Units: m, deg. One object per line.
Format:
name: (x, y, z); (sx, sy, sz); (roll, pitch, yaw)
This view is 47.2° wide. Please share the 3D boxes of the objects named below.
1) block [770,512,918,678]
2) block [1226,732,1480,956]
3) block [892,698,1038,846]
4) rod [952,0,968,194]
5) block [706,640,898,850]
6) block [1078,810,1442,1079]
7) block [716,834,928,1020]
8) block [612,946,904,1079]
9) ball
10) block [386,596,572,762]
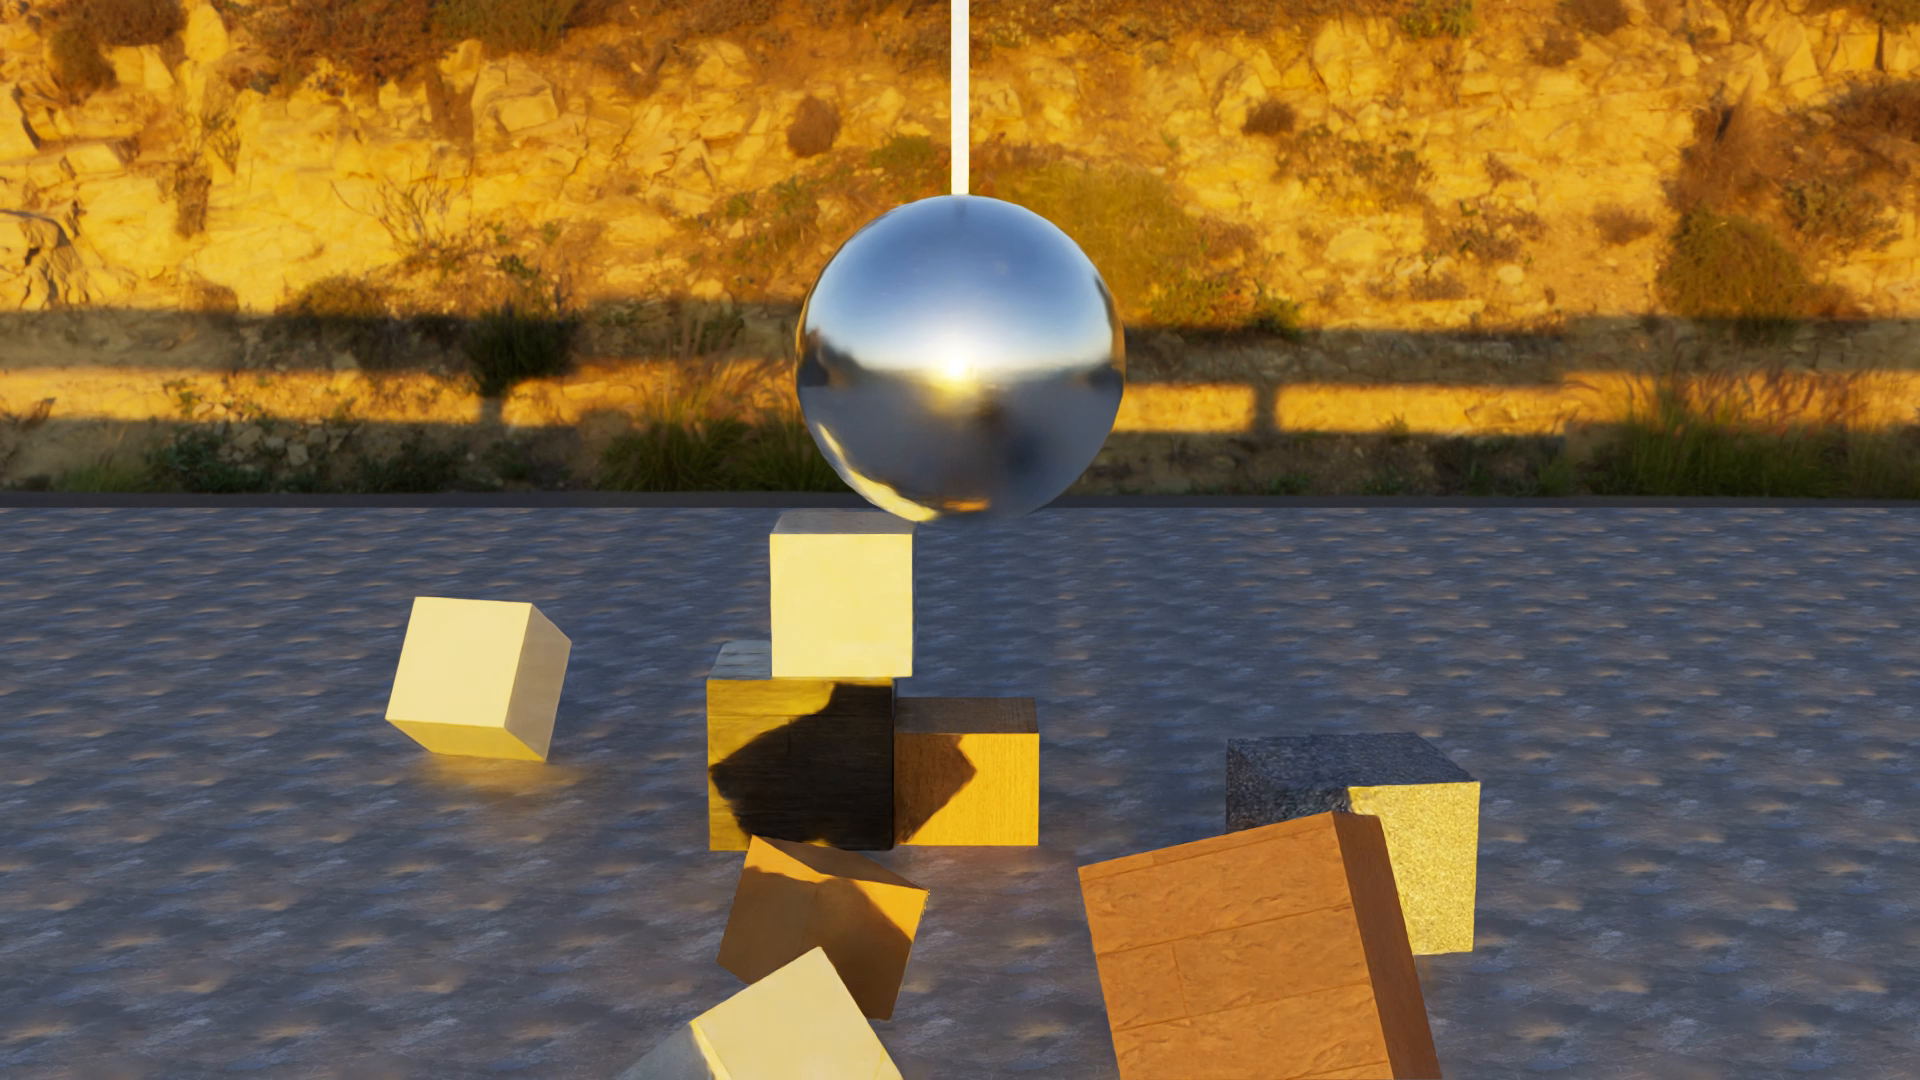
block: (-0.578, 0.266, 11.187); (0.695, 0.717, 0.671); (0, 10, 1)
block: (1.741, 1.363, 9.908); (0.900, 0.773, 0.830); (-1, 10, -8)
block: (0.031, 1.189, 11.401); (0.729, 0.581, 0.727); (0, 10, 0)
rod: (0.000, -4.234, 10.210); (0.080, 5.200, 0.080); (0, 6, 0)
block: (-0.793, 1.045, 11.365); (0.914, 0.878, 0.879); (0, 10, 0)
block: (1.038, 1.492, 7.517); (0.880, 0.940, 0.853); (-16, -13, 18)
block: (-0.520, 1.446, 8.216); (0.483, 0.501, 0.504); (16, 1, -36)
block: (-0.654, 1.783, 7.056); (0.595, 0.582, 0.606); (-41, -12, 37)
ball: (0.000, -0.852, 10.562); (1.600, 1.600, 1.600); (0, 10, 0)
block: (-2.732, 0.795, 12.544); (0.717, 0.733, 0.610); (3, -23, 15)
